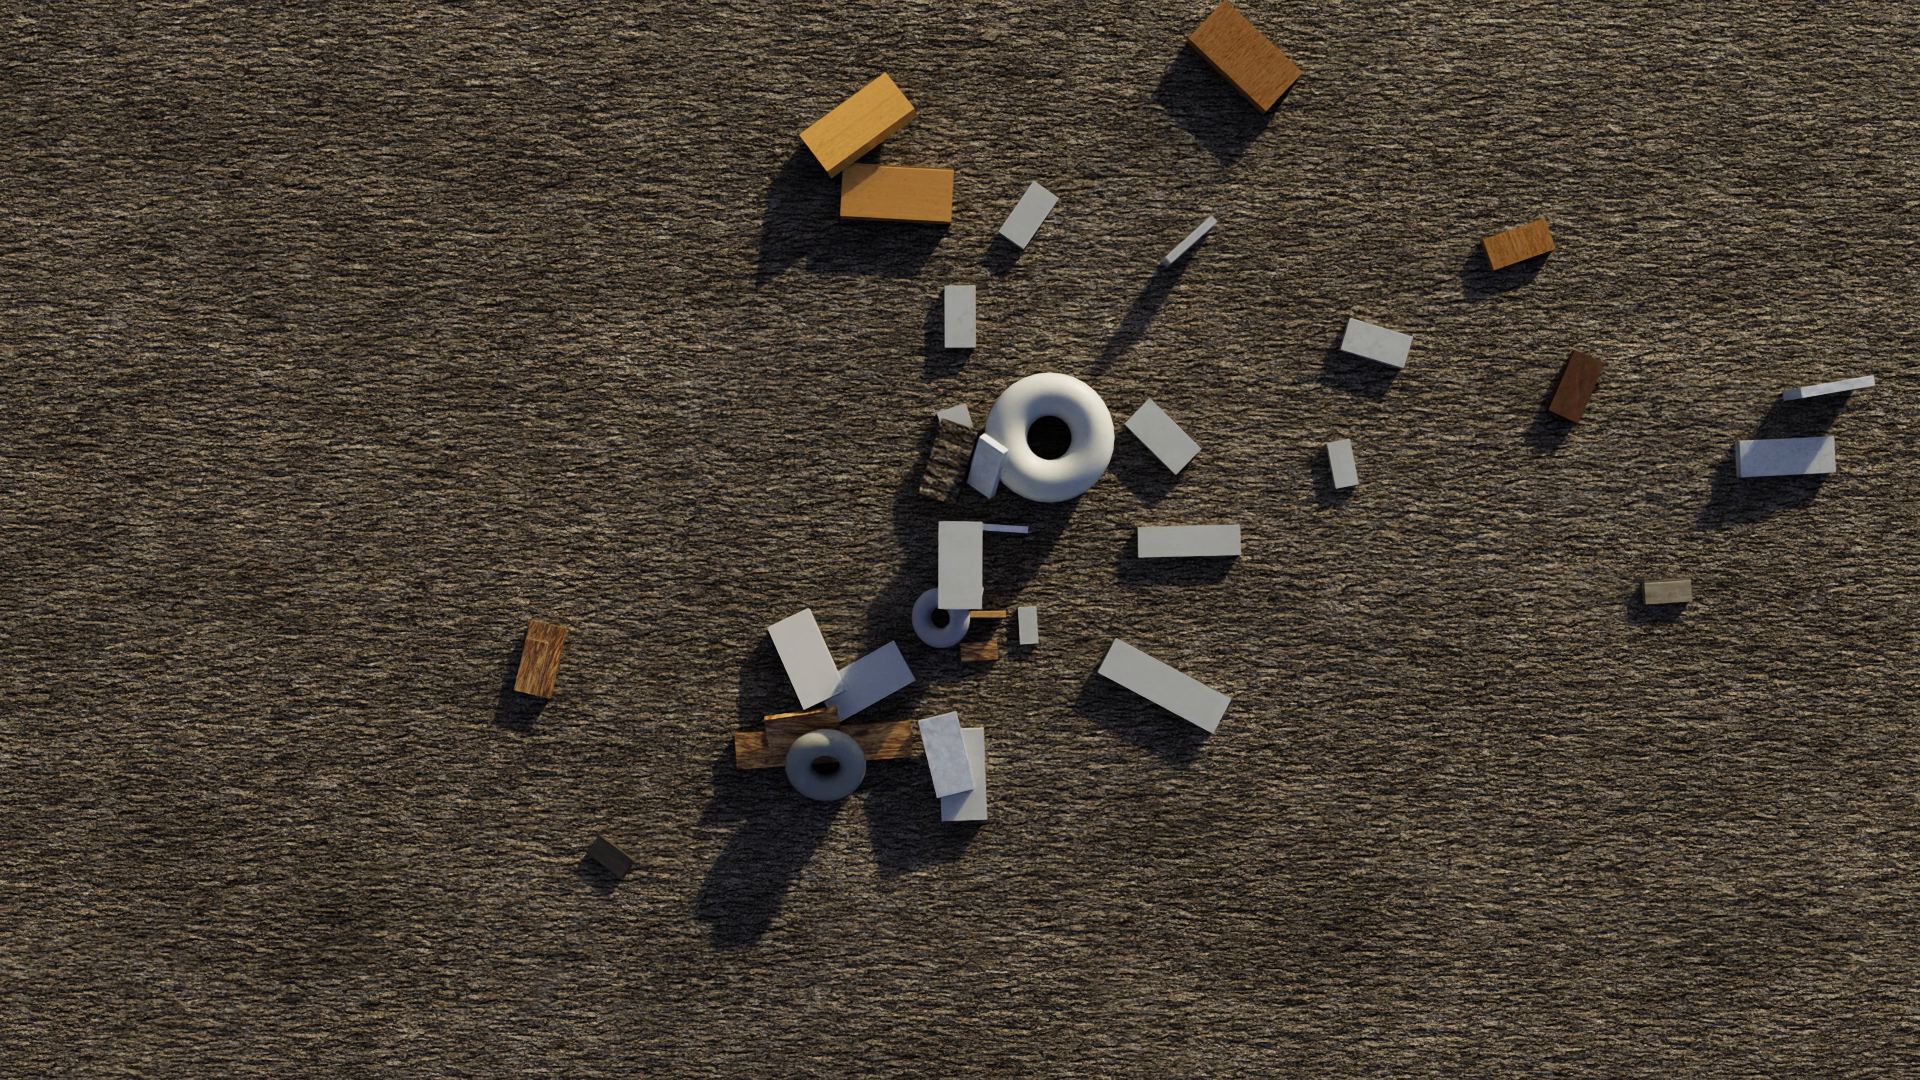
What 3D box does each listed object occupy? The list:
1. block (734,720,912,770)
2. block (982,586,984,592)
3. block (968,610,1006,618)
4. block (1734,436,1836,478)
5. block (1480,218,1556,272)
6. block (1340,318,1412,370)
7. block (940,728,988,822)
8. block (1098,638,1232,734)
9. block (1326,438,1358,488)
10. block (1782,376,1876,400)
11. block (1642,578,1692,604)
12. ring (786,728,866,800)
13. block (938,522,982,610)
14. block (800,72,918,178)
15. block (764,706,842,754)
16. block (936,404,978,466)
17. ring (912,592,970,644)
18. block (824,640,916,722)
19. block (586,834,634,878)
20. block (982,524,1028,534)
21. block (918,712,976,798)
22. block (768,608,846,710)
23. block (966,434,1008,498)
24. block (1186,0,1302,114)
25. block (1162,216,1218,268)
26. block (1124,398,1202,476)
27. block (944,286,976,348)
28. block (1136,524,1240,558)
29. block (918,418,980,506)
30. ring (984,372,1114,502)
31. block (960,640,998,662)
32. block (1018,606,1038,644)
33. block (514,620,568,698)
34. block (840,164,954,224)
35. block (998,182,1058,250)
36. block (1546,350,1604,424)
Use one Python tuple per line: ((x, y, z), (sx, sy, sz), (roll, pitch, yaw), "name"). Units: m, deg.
((-0.453, 0.680, 5.483), (0.583, 0.034, 0.120), (-4, 90, 0), "block")
((0.005, 0.155, 5.362), (0.138, 0.275, 0.039), (14, 90, 0), "block")
((0.090, 0.245, 5.469), (0.123, 0.062, 0.017), (0, 93, 0), "block")
((2.743, -0.276, 5.483), (0.313, 0.034, 0.121), (-3, 90, 0), "block")
((1.855, -0.981, 5.485), (0.218, 0.031, 0.109), (-19, 90, 0), "block")
((1.382, -0.653, 5.485), (0.218, 0.031, 0.109), (17, 90, 0), "block")
((0.009, 0.778, 5.479), (0.150, 0.043, 0.301), (-2, 90, 0), "block")
((0.678, 0.483, 5.482), (0.433, 0.037, 0.130), (28, 90, 0), "block")
((1.272, -0.254, 5.489), (0.077, 0.022, 0.155), (-11, 90, 0), "block")
((2.863, -0.500, 5.440), (0.241, 0.121, 0.034), (-10, 90, 0), "block")
((2.353, 0.170, 5.489), (0.155, 0.022, 0.077), (-4, 90, 0), "block")
((-0.441, 0.739, 5.417), (0.268, 0.089, 0.268), (-1, 116, -2), "ring")
((0.001, 0.080, 5.205), (0.138, 0.039, 0.275), (0, 90, 0), "block")
((-0.336, -1.370, 5.447), (0.353, 0.050, 0.176), (-36, 71, 0), "block")
((-0.516, 0.625, 5.433), (0.239, 0.034, 0.120), (-8, 106, 0), "block")
((0.002, -0.342, 5.486), (0.101, 0.029, 0.203), (-18, 90, 0), "block")
((-0.064, 0.257, 5.448), (0.202, 0.202, 0.067), (25, 134, 0), "ring")
((-0.315, 0.471, 5.479), (0.301, 0.043, 0.150), (-29, 90, 0), "block")
((-1.163, 1.053, 5.490), (0.146, 0.021, 0.073), (36, 90, 0), "block")
((0.147, -0.038, 5.461), (0.155, 0.077, 0.022), (4, 90, 0), "block")
((-0.044, 0.707, 5.439), (0.130, 0.037, 0.259), (-14, 90, 0), "block")
((-0.506, 0.394, 5.451), (0.150, 0.043, 0.301), (-25, 80, 1), "block")
((0.089, -0.241, 5.405), (0.101, 0.202, 0.029), (36, 46, 20), "block")
((0.944, -1.602, 5.475), (0.353, 0.050, 0.176), (43, 90, 0), "block")
((0.757, -0.984, 5.449), (0.205, 0.103, 0.029), (-42, 90, 0), "block")
((0.672, -0.343, 5.483), (0.241, 0.034, 0.121), (45, 90, 0), "block")
((0.000, -0.741, 5.485), (0.103, 0.029, 0.205), (0, 90, 0), "block")
((0.761, 0.003, 5.486), (0.340, 0.029, 0.101), (-1, 90, 0), "block")
((-0.035, -0.259, 5.454), (0.130, 0.037, 0.259), (19, 97, 10), "block")
((0.294, -0.337, 5.430), (0.429, 0.143, 0.429), (0, 89, 1), "ring")
((0.064, 0.370, 5.491), (0.123, 0.017, 0.062), (-4, 90, 0), "block")
((0.227, 0.284, 5.491), (0.062, 0.017, 0.123), (-4, 90, 0), "block")
((-1.393, 0.395, 5.483), (0.120, 0.034, 0.239), (13, 90, 0), "block")
((-0.208, -1.150, 5.475), (0.367, 0.050, 0.176), (3, 90, 0), "block")
((0.228, -1.079, 5.485), (0.103, 0.029, 0.205), (35, 90, 0), "block")
((2.045, -0.508, 5.485), (0.109, 0.031, 0.218), (24, 90, 0), "block")
